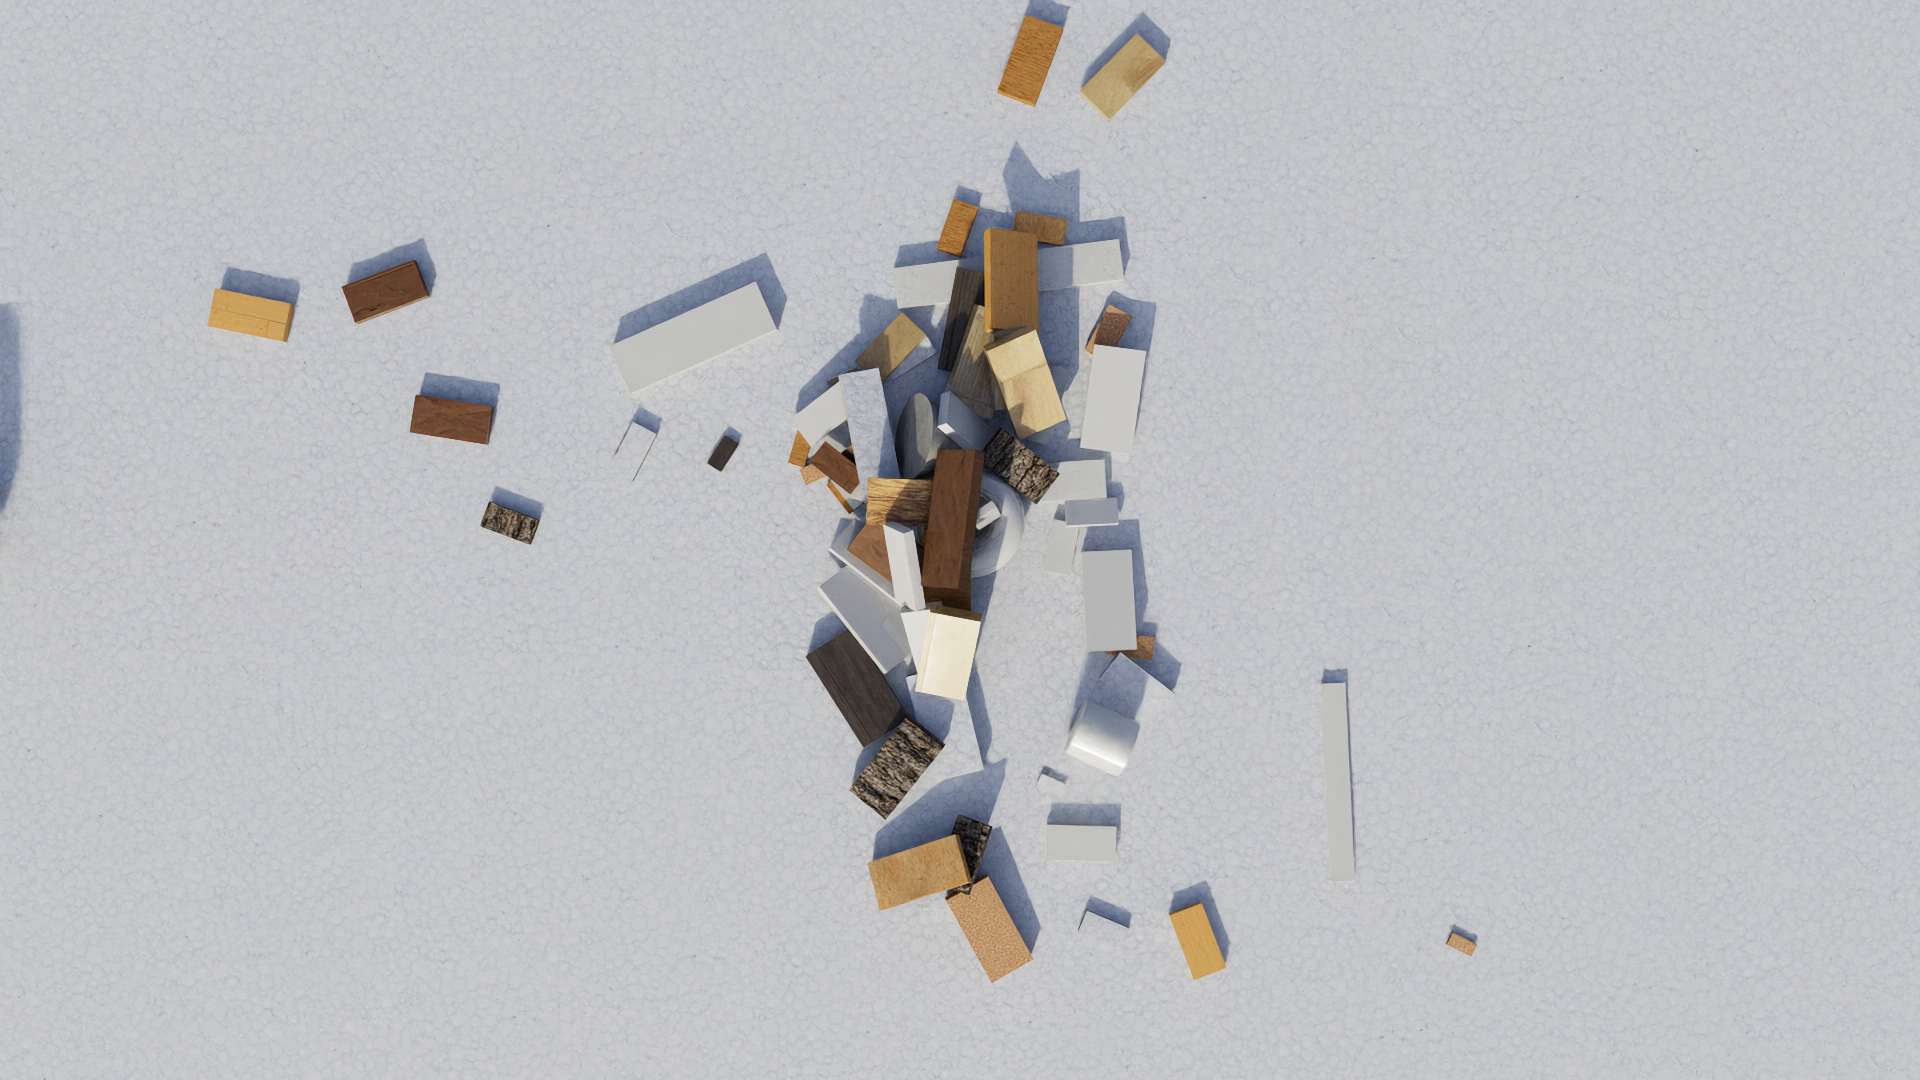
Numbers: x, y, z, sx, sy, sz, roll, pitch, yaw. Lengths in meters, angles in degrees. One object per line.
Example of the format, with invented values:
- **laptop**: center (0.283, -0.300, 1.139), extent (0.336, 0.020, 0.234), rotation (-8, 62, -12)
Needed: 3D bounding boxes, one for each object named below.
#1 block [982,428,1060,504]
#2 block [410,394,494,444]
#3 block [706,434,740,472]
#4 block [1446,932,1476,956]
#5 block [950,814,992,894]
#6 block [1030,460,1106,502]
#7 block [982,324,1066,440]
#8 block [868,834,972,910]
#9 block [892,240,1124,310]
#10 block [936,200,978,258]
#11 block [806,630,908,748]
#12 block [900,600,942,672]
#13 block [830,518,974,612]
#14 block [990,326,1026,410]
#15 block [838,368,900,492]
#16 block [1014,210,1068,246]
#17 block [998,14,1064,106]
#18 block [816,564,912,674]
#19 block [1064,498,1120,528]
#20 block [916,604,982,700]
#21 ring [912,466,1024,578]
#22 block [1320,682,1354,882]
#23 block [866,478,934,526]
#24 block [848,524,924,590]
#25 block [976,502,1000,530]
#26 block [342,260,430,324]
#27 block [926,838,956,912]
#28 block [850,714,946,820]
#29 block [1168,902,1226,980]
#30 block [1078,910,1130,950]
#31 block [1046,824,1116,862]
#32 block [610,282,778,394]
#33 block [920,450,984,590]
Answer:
- **block**: center (0.191, -0.242, 5.401), extent (0.255, 0.036, 0.127), rotation (37, 90, -21)
- **block**: center (-1.688, -0.399, 5.482), extent (0.255, 0.036, 0.127), rotation (9, 90, 0)
- **block**: center (-0.789, -0.288, 5.492), extent (0.056, 0.016, 0.112), rotation (33, 90, 0)
- **block**: center (1.670, 1.346, 5.494), extent (0.090, 0.013, 0.045), rotation (26, 90, 0)
- **block**: center (0.013, 1.035, 5.428), extent (0.117, 0.033, 0.234), rotation (17, 83, 21)
- **block**: center (0.355, -0.196, 5.482), extent (0.255, 0.036, 0.127), rotation (-3, 90, 0)
- **block**: center (0.211, -0.509, 5.349), extent (0.171, 0.048, 0.342), rotation (-24, 122, -4)
- **block**: center (-0.134, 1.093, 5.421), extent (0.317, 0.045, 0.158), rotation (-20, 72, 13)
- **block**: center (0.160, -0.882, 5.481), extent (0.755, 0.038, 0.134), rotation (-7, 90, 0)
- **block**: center (-0.008, -1.037, 5.488), extent (0.087, 0.025, 0.174), rotation (19, 90, 0)
- **block**: center (-0.339, 0.487, 5.475), extent (0.179, 0.051, 0.358), rotation (-32, 90, 0)
- **block**: center (-0.098, 0.321, 5.372), extent (0.133, 0.038, 0.266), rotation (-8, 125, 9)
- **block**: center (-0.180, 0.145, 5.446), extent (0.534, 0.038, 0.133), rotation (38, 74, -4)
- **block**: center (0.167, -0.559, 5.363), extent (0.131, 0.037, 0.261), rotation (-10, 120, -16)
- **block**: center (-0.295, -0.359, 5.403), extent (0.130, 0.037, 0.390), rotation (-11, 90, -12)
- **block**: center (0.265, -1.036, 5.488), extent (0.174, 0.025, 0.087), rotation (10, 90, 0)
- **block**: center (0.234, -1.592, 5.481), extent (0.134, 0.038, 0.268), rotation (21, 90, 0)
- **block**: center (-0.289, 0.245, 5.449), extent (0.179, 0.051, 0.358), rotation (-38, 90, -18)
- **block**: center (0.436, -0.091, 5.473), extent (0.174, 0.025, 0.087), rotation (-3, 77, -3)
- **block**: center (-0.038, 0.365, 5.337), extent (0.165, 0.047, 0.329), rotation (11, 125, 0)
- **ring**: center (0.026, -0.063, 5.438), extent (0.377, 0.126, 0.377), rotation (0, 91, 0)
- **block**: center (1.257, 0.804, 5.489), extent (0.077, 0.022, 0.657), rotation (-3, 90, 0)
- **block**: center (-0.150, -0.122, 5.322), extent (0.301, 0.043, 0.151), rotation (1, 97, -9)
- **block**: center (-0.179, 0.076, 5.385), extent (0.360, 0.043, 0.151), rotation (37, 101, -4)
- **block**: center (0.082, -0.078, 5.290), extent (0.087, 0.174, 0.025), rotation (-34, 79, 0)
- **block**: center (-1.908, -0.824, 5.482), extent (0.255, 0.036, 0.127), rotation (-21, 90, 0)
- **block**: center (-0.036, 1.116, 5.483), extent (0.117, 0.033, 0.234), rotation (10, 90, 0)
- **block**: center (-0.208, 0.750, 5.443), extent (0.158, 0.045, 0.317), rotation (39, 101, 4)
- **block**: center (0.789, 1.332, 5.484), extent (0.115, 0.033, 0.230), rotation (-21, 90, 0)
- **block**: center (0.478, 1.296, 5.489), extent (0.154, 0.022, 0.077), rotation (23, 90, 0)
- **block**: center (0.402, 1.005, 5.484), extent (0.230, 0.033, 0.115), rotation (2, 90, 0)
- **block**: center (-0.883, -0.669, 5.476), extent (0.529, 0.048, 0.171), rotation (-24, 90, 0)
- **block**: center (-0.023, -0.066, 5.222), extent (0.165, 0.047, 0.439), rotation (2, 82, 43)
